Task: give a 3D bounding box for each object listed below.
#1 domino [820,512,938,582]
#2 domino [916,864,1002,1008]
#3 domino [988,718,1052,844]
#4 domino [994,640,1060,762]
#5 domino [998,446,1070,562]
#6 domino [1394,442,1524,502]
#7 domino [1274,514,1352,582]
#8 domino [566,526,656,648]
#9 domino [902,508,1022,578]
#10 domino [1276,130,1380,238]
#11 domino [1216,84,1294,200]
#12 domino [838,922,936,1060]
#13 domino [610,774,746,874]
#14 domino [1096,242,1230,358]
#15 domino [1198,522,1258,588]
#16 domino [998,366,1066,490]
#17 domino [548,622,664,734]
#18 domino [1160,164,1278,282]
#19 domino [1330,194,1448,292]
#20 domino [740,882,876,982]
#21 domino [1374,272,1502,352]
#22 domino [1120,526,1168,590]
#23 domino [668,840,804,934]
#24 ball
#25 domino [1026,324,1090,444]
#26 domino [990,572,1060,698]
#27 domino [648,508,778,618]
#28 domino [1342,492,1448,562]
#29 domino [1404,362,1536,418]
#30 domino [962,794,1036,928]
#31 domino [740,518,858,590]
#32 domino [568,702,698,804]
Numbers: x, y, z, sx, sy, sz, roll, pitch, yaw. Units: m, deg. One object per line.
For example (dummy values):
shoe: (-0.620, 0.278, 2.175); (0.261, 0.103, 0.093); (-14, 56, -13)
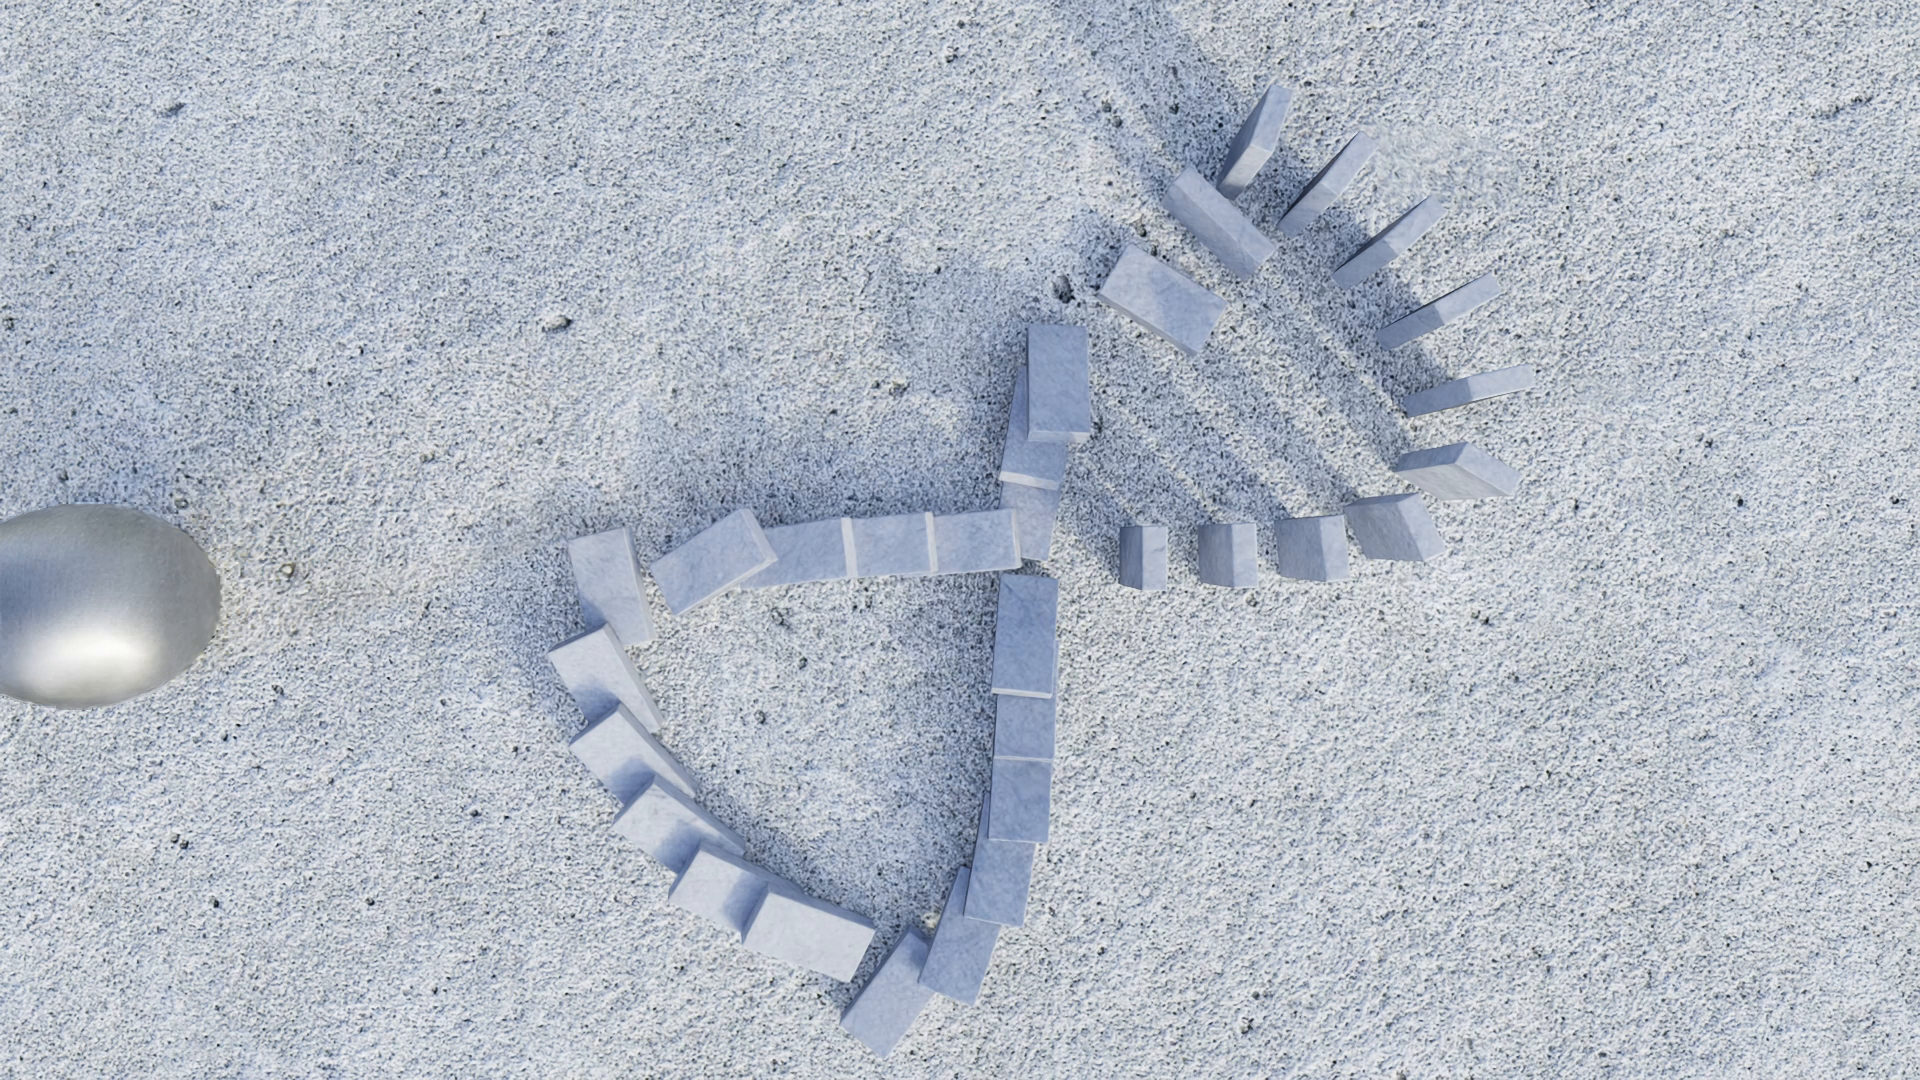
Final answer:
domino: (-0.036, 0.003, 0.389); (0.050, 0.010, 0.025); (-6, 90, 16)
domino: (0.003, 0.167, 0.389); (0.025, 0.009, 0.050); (22, 75, 0)
domino: (0.026, 0.102, 0.388); (0.025, 0.010, 0.050); (4, 73, 0)
domino: (0.028, 0.067, 0.389); (0.025, 0.009, 0.050); (4, 74, 0)
domino: (0.030, -0.017, 0.395); (0.025, 0.009, 0.050); (10, 90, 0)
domino: (0.202, -0.027, 0.375); (0.025, 0.050, 0.010); (30, 90, 0)
domino: (0.143, 0.003, 0.375); (0.010, 0.050, 0.025); (-7, 90, 0)
domino: (-0.150, 0.021, 0.395); (0.025, 0.010, 0.050); (-13, 90, 0)
domino: (0.000, 0.001, 0.389); (0.050, 0.009, 0.025); (-5, 90, 15)
domino: (0.149, -0.144, 0.375); (0.010, 0.050, 0.025); (38, 90, 0)
domino: (0.119, -0.161, 0.375); (0.009, 0.050, 0.025); (20, 90, 0)
domino: (-0.027, 0.194, 0.395); (0.025, 0.009, 0.050); (37, 90, 0)
domino: (-0.119, 0.125, 0.388); (0.025, 0.009, 0.050); (-46, 107, 0)
domino: (0.087, -0.103, 0.395); (0.050, 0.009, 0.025); (31, 90, 0)
domino: (0.109, 0.006, 0.375); (0.009, 0.050, 0.025); (-3, 90, 0)
domino: (0.033, -0.048, 0.387); (0.025, 0.009, 0.050); (10, 71, 0)
domino: (-0.150, 0.063, 0.389); (0.025, 0.010, 0.050); (-24, 105, 0)
domino: (0.109, -0.133, 0.388); (0.050, 0.025, 0.010); (43, 90, 0)
domino: (0.174, -0.120, 0.375); (0.025, 0.050, 0.009); (-42, 90, 0)
domino: (-0.064, 0.166, 0.388); (0.050, 0.010, 0.025); (27, 90, -17)
domino: (0.194, -0.092, 0.375); (0.025, 0.050, 0.009); (-29, 90, 0)
domino: (0.074, 0.007, 0.375); (0.010, 0.050, 0.025); (0, 90, 0)
domino: (-0.095, 0.150, 0.388); (0.050, 0.010, 0.025); (32, 90, -17)
ball: (-0.341, 0.025, 0.360); (0.080, 0.080, 0.080); (0, 90, 0)
domino: (0.041, -0.066, 0.384); (0.025, 0.009, 0.050); (2, 71, -3)
domino: (0.027, 0.040, 0.386); (0.025, 0.009, 0.050); (6, 69, 1)
domino: (-0.105, 0.010, 0.388); (0.050, 0.009, 0.025); (-30, 85, 14)
domino: (0.177, -0.005, 0.375); (0.010, 0.050, 0.025); (-25, 90, 0)
domino: (0.207, -0.061, 0.375); (0.025, 0.050, 0.009); (-13, 90, 0)
domino: (0.018, 0.135, 0.388); (0.025, 0.010, 0.050); (11, 73, 0)
domino: (-0.070, 0.006, 0.389); (0.050, 0.009, 0.025); (-7, 90, 16)
domino: (-0.138, 0.096, 0.388); (0.025, 0.009, 0.050); (-36, 107, 0)
